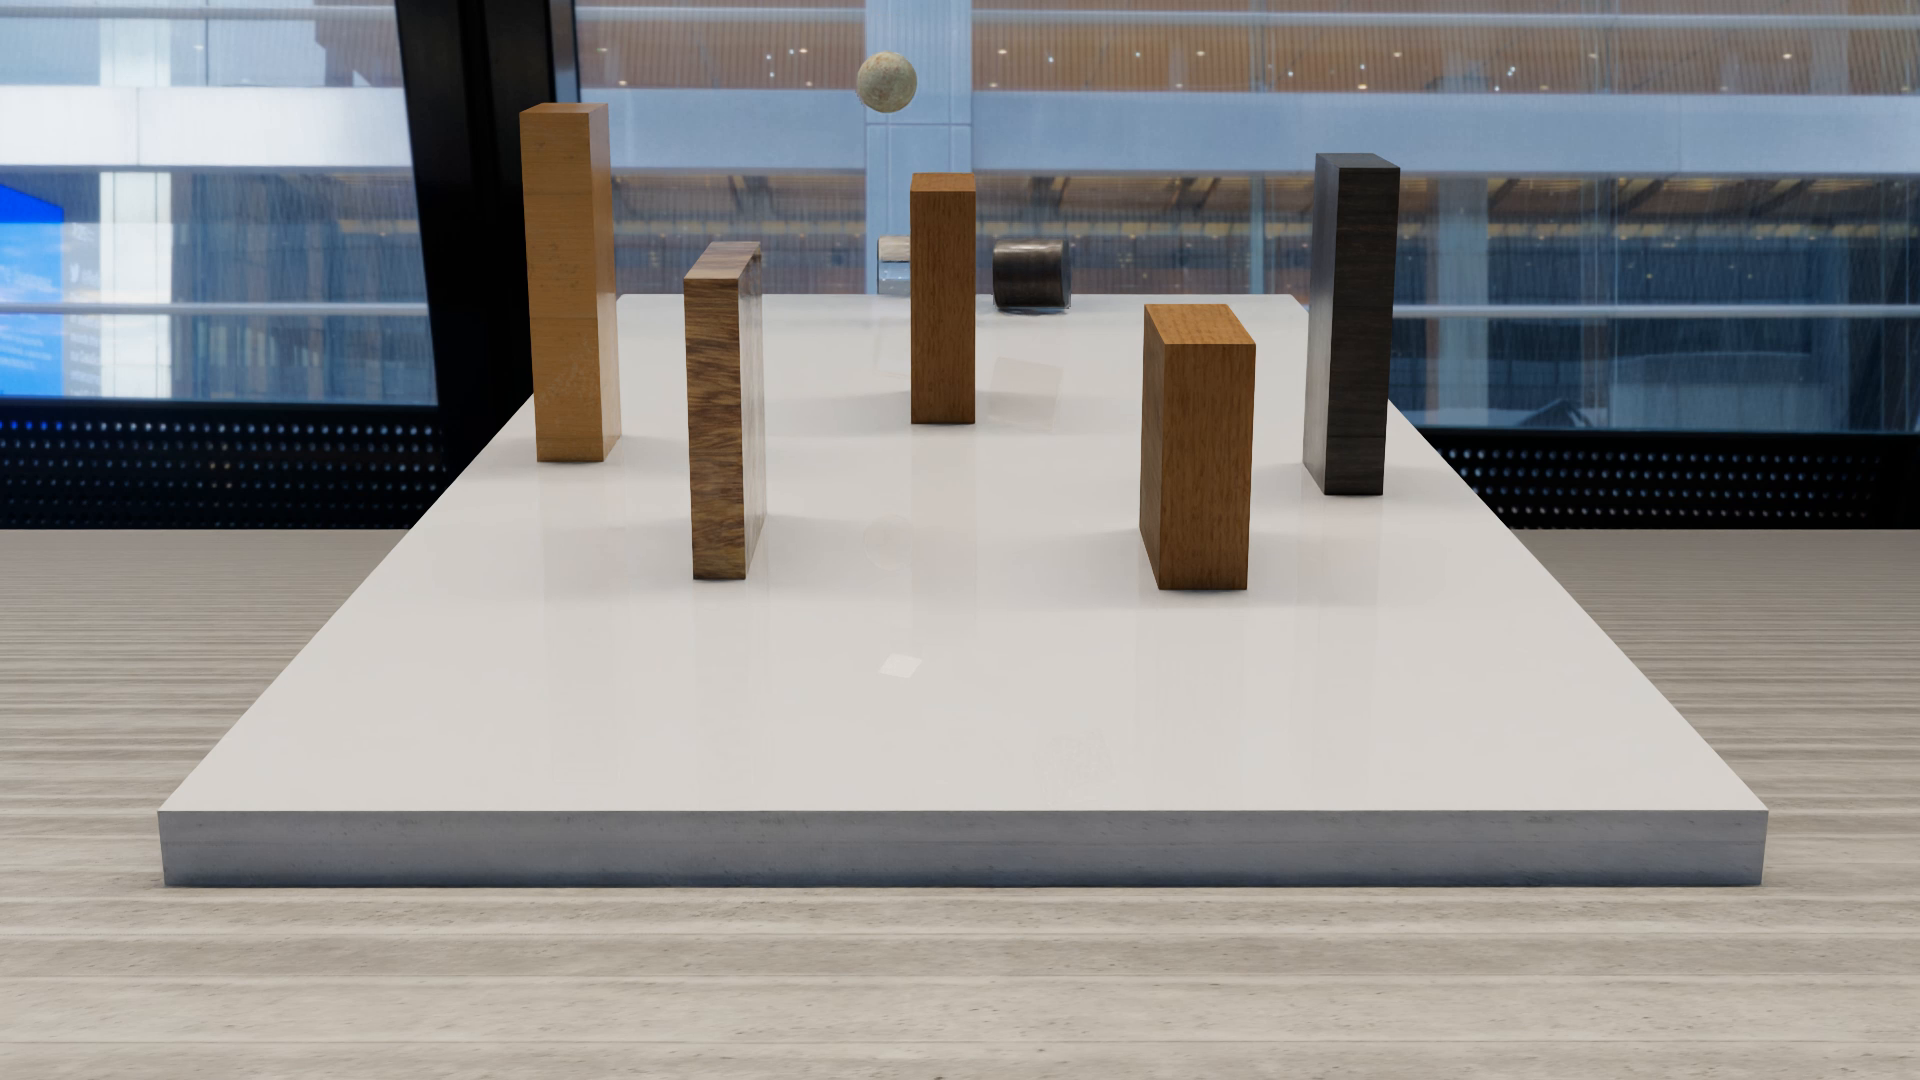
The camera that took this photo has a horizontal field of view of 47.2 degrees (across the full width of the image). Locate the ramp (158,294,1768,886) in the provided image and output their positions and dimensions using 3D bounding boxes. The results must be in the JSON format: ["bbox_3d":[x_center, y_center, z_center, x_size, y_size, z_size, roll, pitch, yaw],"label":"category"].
[{"bbox_3d":[-0.002,-0.152,4.670,2.000,0.100,4.000,0,16,0],"label":"ramp"}]

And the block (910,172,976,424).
[{"bbox_3d":[-0.038,-0.553,4.974,0.142,0.510,0.372,0,16,0],"label":"block"}]

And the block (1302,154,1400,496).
[{"bbox_3d":[0.760,-0.426,4.300,0.114,0.627,0.275,0,16,0],"label":"block"}]

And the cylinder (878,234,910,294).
[{"bbox_3d":[-0.154,-0.823,6.608,0.184,0.184,0.184,0,0,-1],"label":"cylinder"}]

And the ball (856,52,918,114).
[{"bbox_3d":[-0.216,-1.351,6.492,0.179,0.179,0.179,0,0,0],"label":"ball"}]

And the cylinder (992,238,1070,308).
[{"bbox_3d":[0.207,-0.767,6.314,0.197,0.197,0.197,0,1,10],"label":"cylinder"}]

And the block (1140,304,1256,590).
[{"bbox_3d":[0.402,-0.169,3.776,0.147,0.412,0.394,0,16,0],"label":"block"}]

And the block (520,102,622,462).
[{"bbox_3d":[-0.799,-0.534,4.541,0.136,0.705,0.254,0,16,0],"label":"block"}]

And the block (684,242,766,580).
[{"bbox_3d":[-0.405,-0.237,3.840,0.088,0.508,0.438,0,16,0],"label":"block"}]
